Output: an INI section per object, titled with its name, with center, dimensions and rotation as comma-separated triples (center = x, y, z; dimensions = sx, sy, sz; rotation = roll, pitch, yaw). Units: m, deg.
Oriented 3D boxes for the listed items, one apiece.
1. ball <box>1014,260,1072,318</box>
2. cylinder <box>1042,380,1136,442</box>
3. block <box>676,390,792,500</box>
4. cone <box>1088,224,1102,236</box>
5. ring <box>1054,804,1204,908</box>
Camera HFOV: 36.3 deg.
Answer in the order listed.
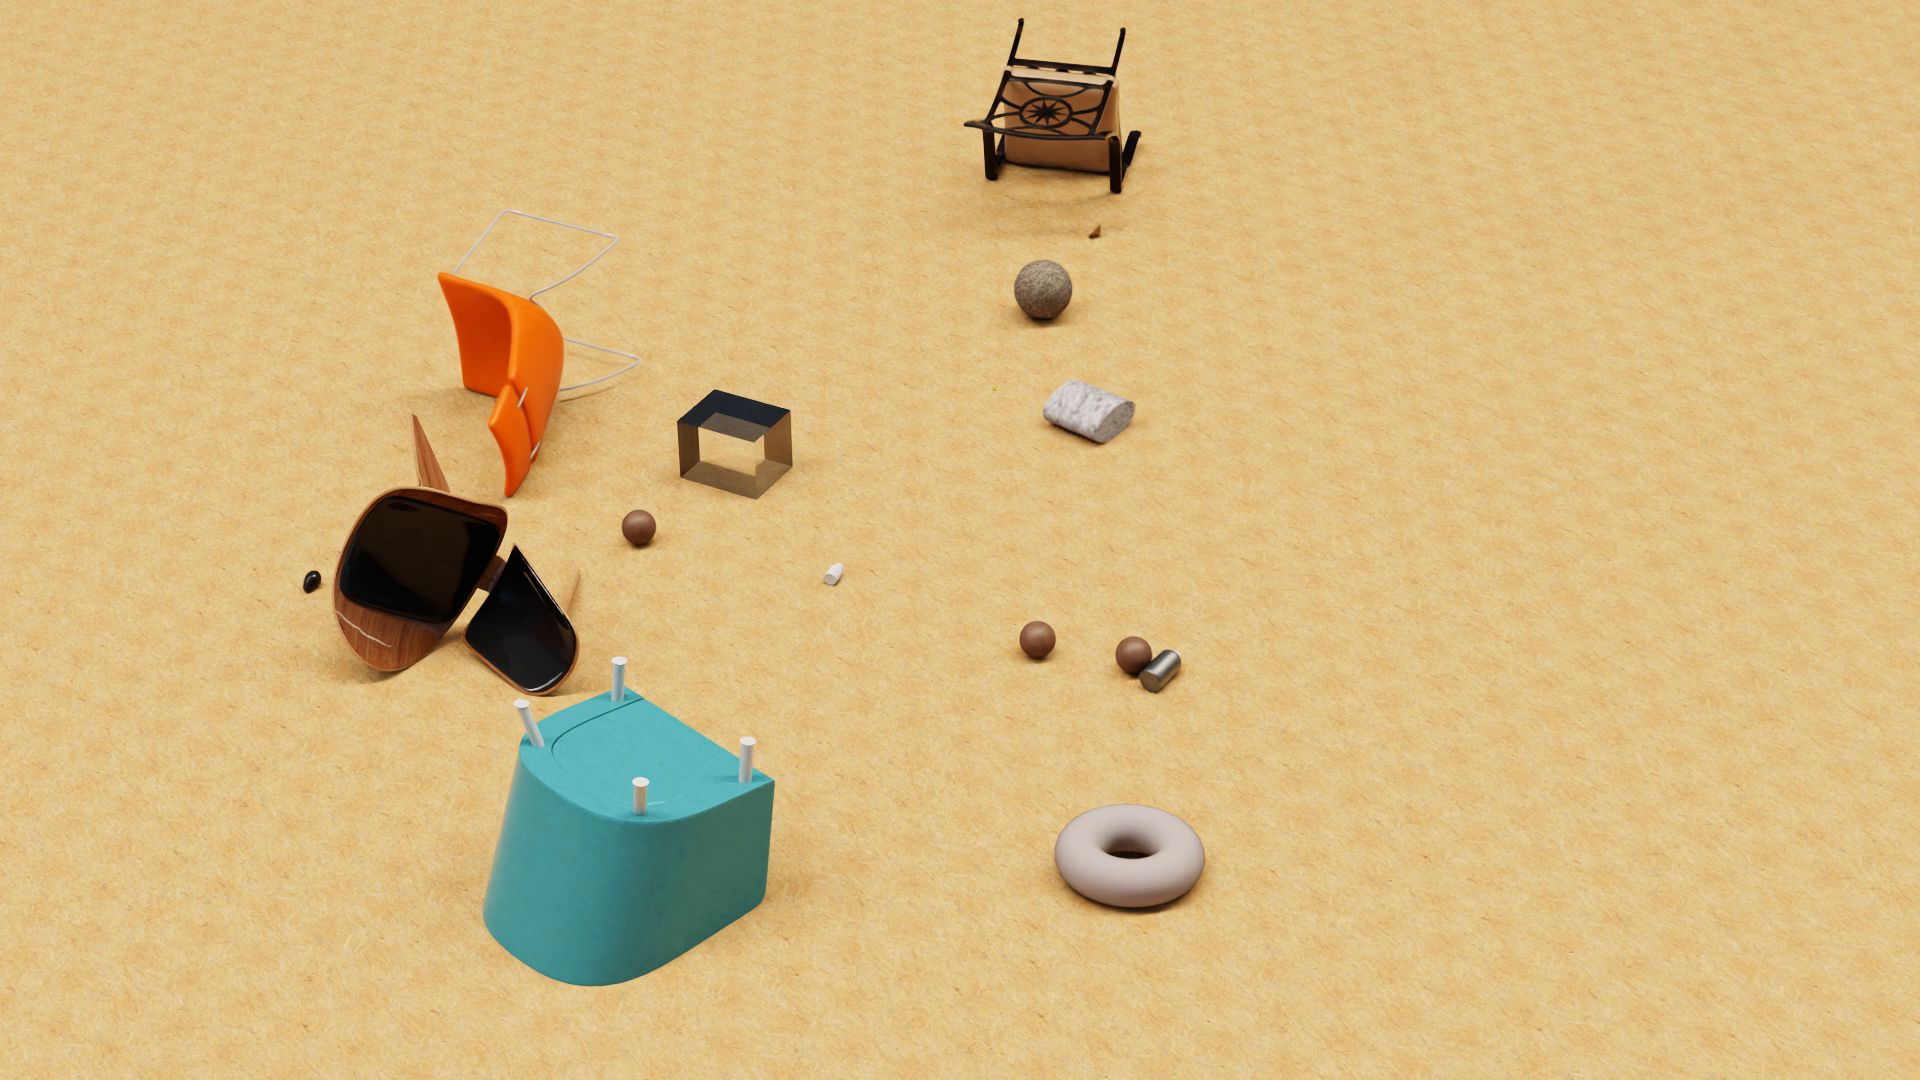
[ball]
center = 0.350, -1.054, 12.319
dimensions = 0.248, 0.248, 0.248
rotation = 0, 33, 0
[cylinder]
center = 0.511, -0.512, 11.594
dimensions = 0.263, 0.140, 0.261
rotation = 24, 43, 32
[block]
center = -0.864, -0.369, 11.272
dimensions = 0.343, 0.256, 0.272
rotation = 16, 37, 23
[cone]
center = 0.611, -1.359, 12.980
dimensions = 0.047, 0.076, 0.084
rotation = 44, 33, -5
[ring]
center = 0.537, 0.998, 9.286
dimensions = 0.478, 0.163, 0.404
rotation = 3, 35, 6
